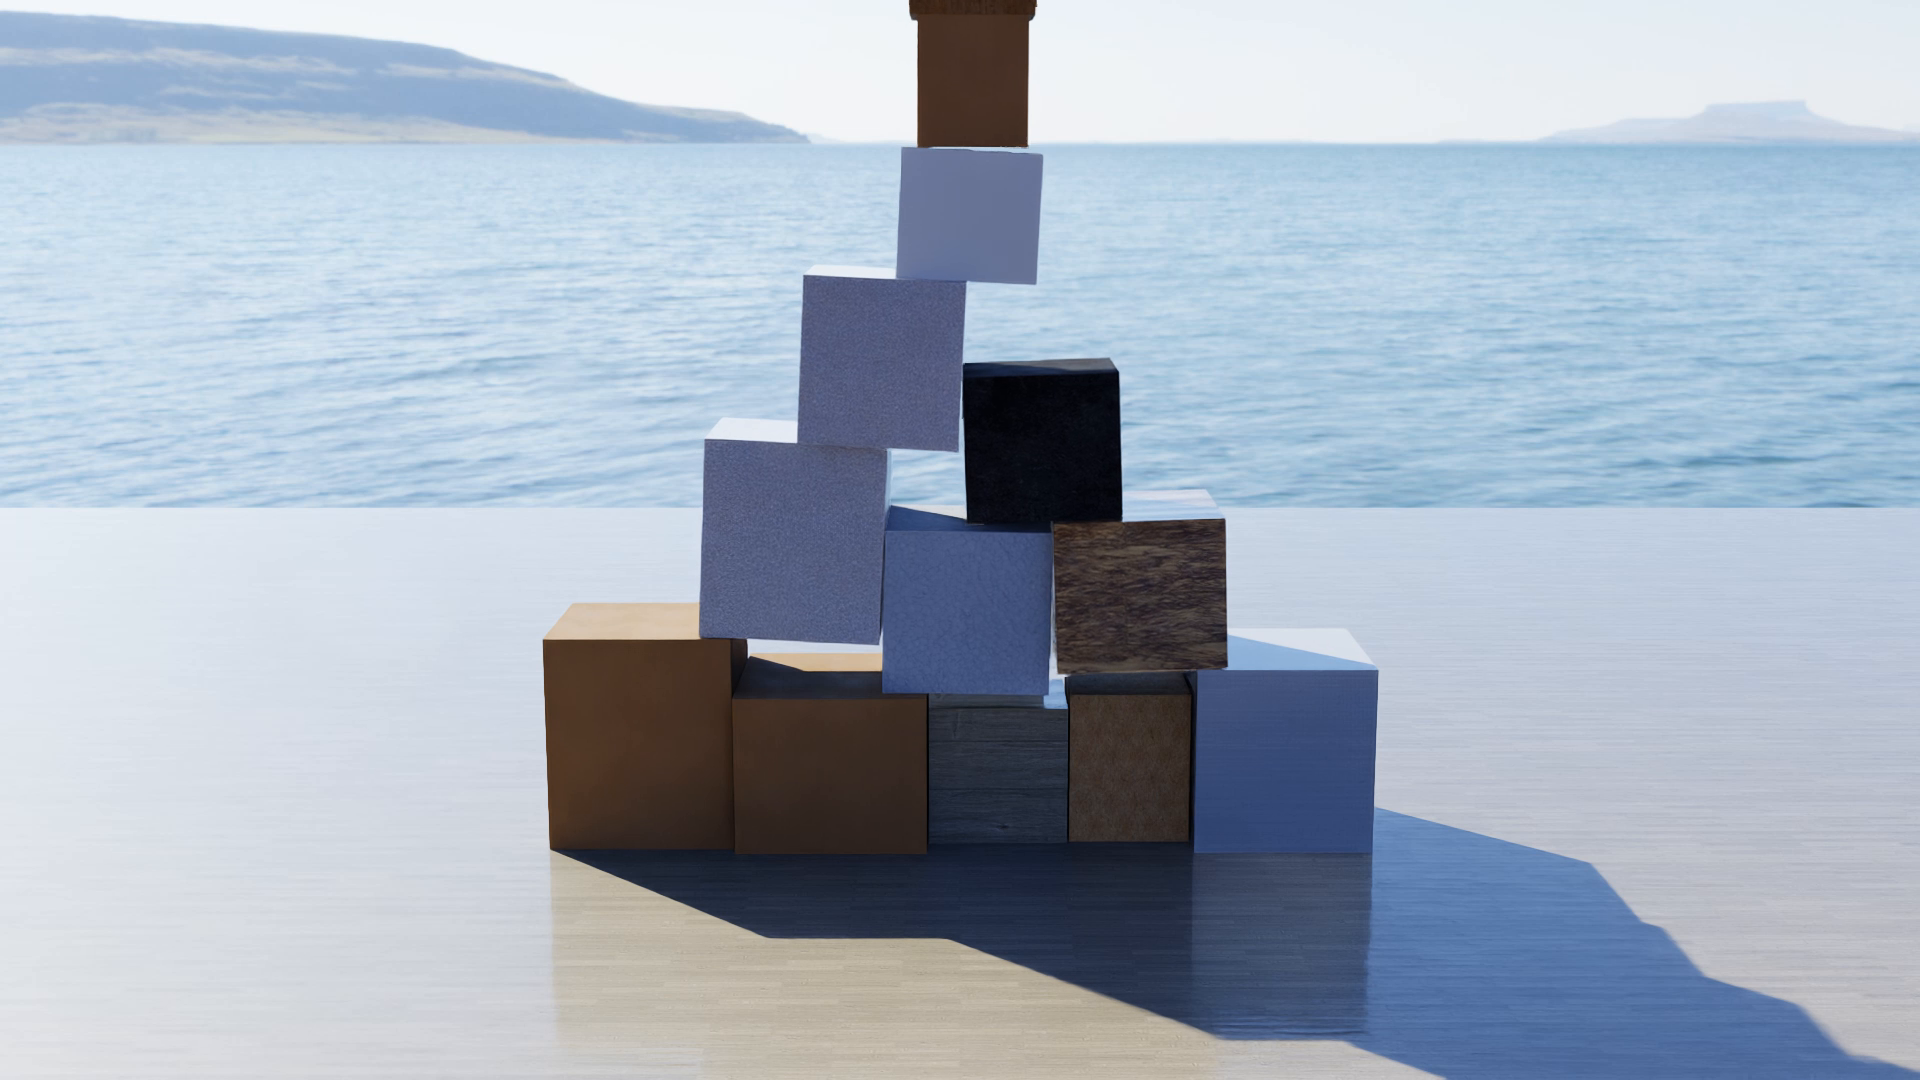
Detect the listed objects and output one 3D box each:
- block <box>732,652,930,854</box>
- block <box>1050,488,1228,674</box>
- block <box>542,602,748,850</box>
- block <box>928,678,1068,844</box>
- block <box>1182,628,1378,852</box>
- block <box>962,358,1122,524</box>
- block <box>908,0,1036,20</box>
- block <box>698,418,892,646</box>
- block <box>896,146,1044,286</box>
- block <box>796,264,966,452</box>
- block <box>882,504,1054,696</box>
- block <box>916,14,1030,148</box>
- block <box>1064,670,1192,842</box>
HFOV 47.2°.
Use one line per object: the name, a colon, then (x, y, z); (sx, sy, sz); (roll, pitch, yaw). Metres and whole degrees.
block: (-0.644, 1.085, 11.373); (0.957, 0.795, 0.991); (0, 10, 0)
block: (0.887, 0.197, 11.198); (0.838, 0.752, 0.898); (-2, 10, 0)
block: (-1.596, 0.943, 11.363); (0.926, 1.080, 0.871); (0, 10, 0)
block: (0.193, 1.133, 11.375); (0.697, 0.701, 0.628); (0, 10, 0)
block: (1.614, 1.017, 11.354); (0.890, 0.937, 0.935); (0, 10, 0)
block: (0.404, -0.512, 11.081); (0.765, 0.718, 0.737); (-2, 10, 0)
block: (0.060, -2.857, 10.648); (0.602, 0.637, 0.577); (0, 10, 0)
block: (-0.821, -0.059, 11.176); (0.892, 0.990, 0.811); (3, 10, -1)
block: (0.045, -1.614, 10.885); (0.679, 0.623, 0.712); (3, 10, 0)
block: (-0.379, -0.925, 11.006); (0.782, 0.817, 0.872); (3, 10, 0)
block: (0.035, 0.292, 11.248); (0.829, 0.818, 0.790); (1, 10, 0)
block: (0.062, -2.238, 10.765); (0.533, 0.623, 0.574); (0, 10, 0)
block: (0.855, 1.098, 11.387); (0.607, 0.765, 0.613); (0, 10, 0)
